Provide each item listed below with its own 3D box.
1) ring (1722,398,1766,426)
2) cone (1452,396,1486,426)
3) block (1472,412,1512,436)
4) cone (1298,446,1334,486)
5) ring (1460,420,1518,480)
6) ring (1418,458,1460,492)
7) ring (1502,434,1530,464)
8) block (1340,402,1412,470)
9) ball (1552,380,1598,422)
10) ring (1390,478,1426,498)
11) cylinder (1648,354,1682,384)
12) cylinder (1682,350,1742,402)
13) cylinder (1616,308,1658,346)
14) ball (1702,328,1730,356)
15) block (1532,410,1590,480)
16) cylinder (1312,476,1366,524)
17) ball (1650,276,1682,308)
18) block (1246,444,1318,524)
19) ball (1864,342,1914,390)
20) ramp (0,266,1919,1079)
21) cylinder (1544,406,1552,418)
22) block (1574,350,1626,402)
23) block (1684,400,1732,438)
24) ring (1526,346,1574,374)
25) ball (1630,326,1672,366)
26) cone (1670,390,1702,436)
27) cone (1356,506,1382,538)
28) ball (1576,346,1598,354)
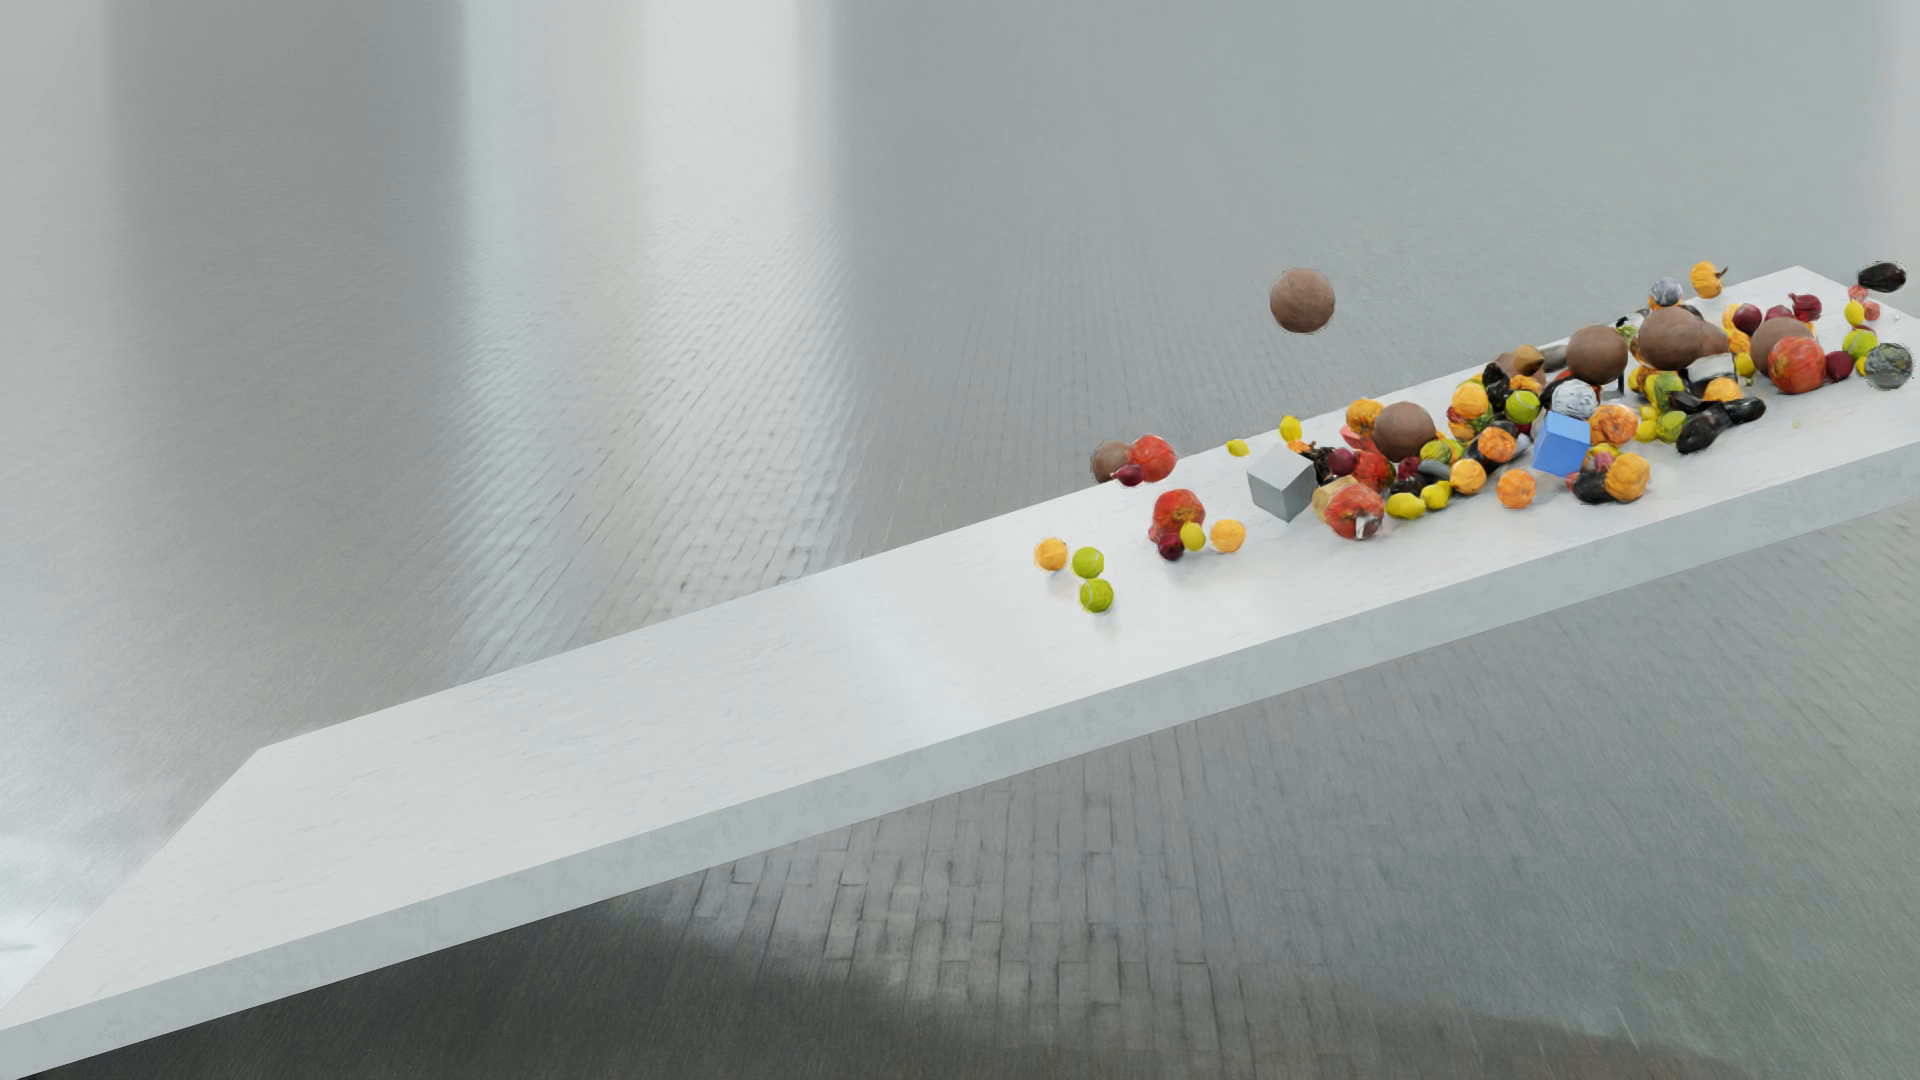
[{"bbox_3d":[1.515,-0.250,5.735,0.111,0.037,0.111,-14,10,2],"label":"ring"},{"bbox_3d":[1.145,-0.283,6.553,0.067,0.067,0.067,7,7,-30],"label":"cone"},{"bbox_3d":[1.130,-0.231,6.220,0.060,0.060,0.060,-10,9,38],"label":"block"},{"bbox_3d":[0.751,-0.146,6.163,0.083,0.083,0.083,-11,-5,-1],"label":"cone"},{"bbox_3d":[1.076,-0.184,5.981,0.049,0.146,0.146,39,7,-10],"label":"ring"},{"bbox_3d":[0.969,-0.130,5.940,0.094,0.031,0.094,32,-11,7],"label":"ring"},{"bbox_3d":[1.131,-0.186,6.051,0.094,0.031,0.094,-33,3,2],"label":"ring"},{"bbox_3d":[0.900,-0.227,6.370,0.094,0.094,0.094,-46,23,-6],"label":"block"},{"bbox_3d":[1.188,-0.266,5.690,0.088,0.088,0.088,0,12,0],"label":"ball"},{"bbox_3d":[0.923,-0.108,6.050,0.079,0.026,0.079,-18,9,3],"label":"ring"},{"bbox_3d":[1.500,-0.373,6.259,0.057,0.057,0.057,13,-19,48],"label":"cylinder"},{"bbox_3d":[1.518,-0.325,5.933,0.093,0.093,0.093,-18,5,19],"label":"cylinder"},{"bbox_3d":[1.566,-0.493,6.803,0.070,0.070,0.070,-26,25,-35],"label":"cylinder"},{"bbox_3d":[1.634,-0.427,6.354,0.062,0.062,0.062,0,12,0],"label":"ball"},{"bbox_3d":[1.153,-0.181,5.638,0.084,0.084,0.084,17,33,3],"label":"block"},{"bbox_3d":[0.776,-0.082,6.023,0.079,0.079,0.079,-24,21,-26],"label":"cylinder"},{"bbox_3d":[1.515,-0.532,6.304,0.067,0.067,0.067,0,12,0],"label":"ball"},{"bbox_3d":[0.677,-0.119,6.159,0.100,0.100,0.100,-41,49,-22],"label":"block"},{"bbox_3d":[1.762,-0.330,5.580,0.090,0.090,0.090,0,12,0],"label":"ball"},{"bbox_3d":[0.102,0.182,6.309,4.000,0.100,2.000,-17,11,5],"label":"ramp"},{"bbox_3d":[1.245,-0.264,6.023,0.070,0.070,0.070,33,2,-1],"label":"cylinder"},{"bbox_3d":[1.367,-0.350,6.286,0.082,0.082,0.082,-9,22,-2],"label":"block"},{"bbox_3d":[1.446,-0.234,5.683,0.052,0.052,0.052,-33,11,-19],"label":"block"},{"bbox_3d":[1.367,-0.419,6.841,0.129,0.043,0.129,-18,9,3],"label":"ring"},{"bbox_3d":[1.418,-0.398,6.035,0.086,0.086,0.086,0,12,0],"label":"ball"},{"bbox_3d":[1.411,-0.239,5.757,0.081,0.081,0.081,17,22,-7],"label":"cone"},{"bbox_3d":[0.782,-0.045,5.719,0.059,0.059,0.059,-7,55,-31],"label":"cone"},{"bbox_3d":[1.425,-0.416,6.685,0.052,0.052,0.052,0,12,0],"label":"ball"}]
